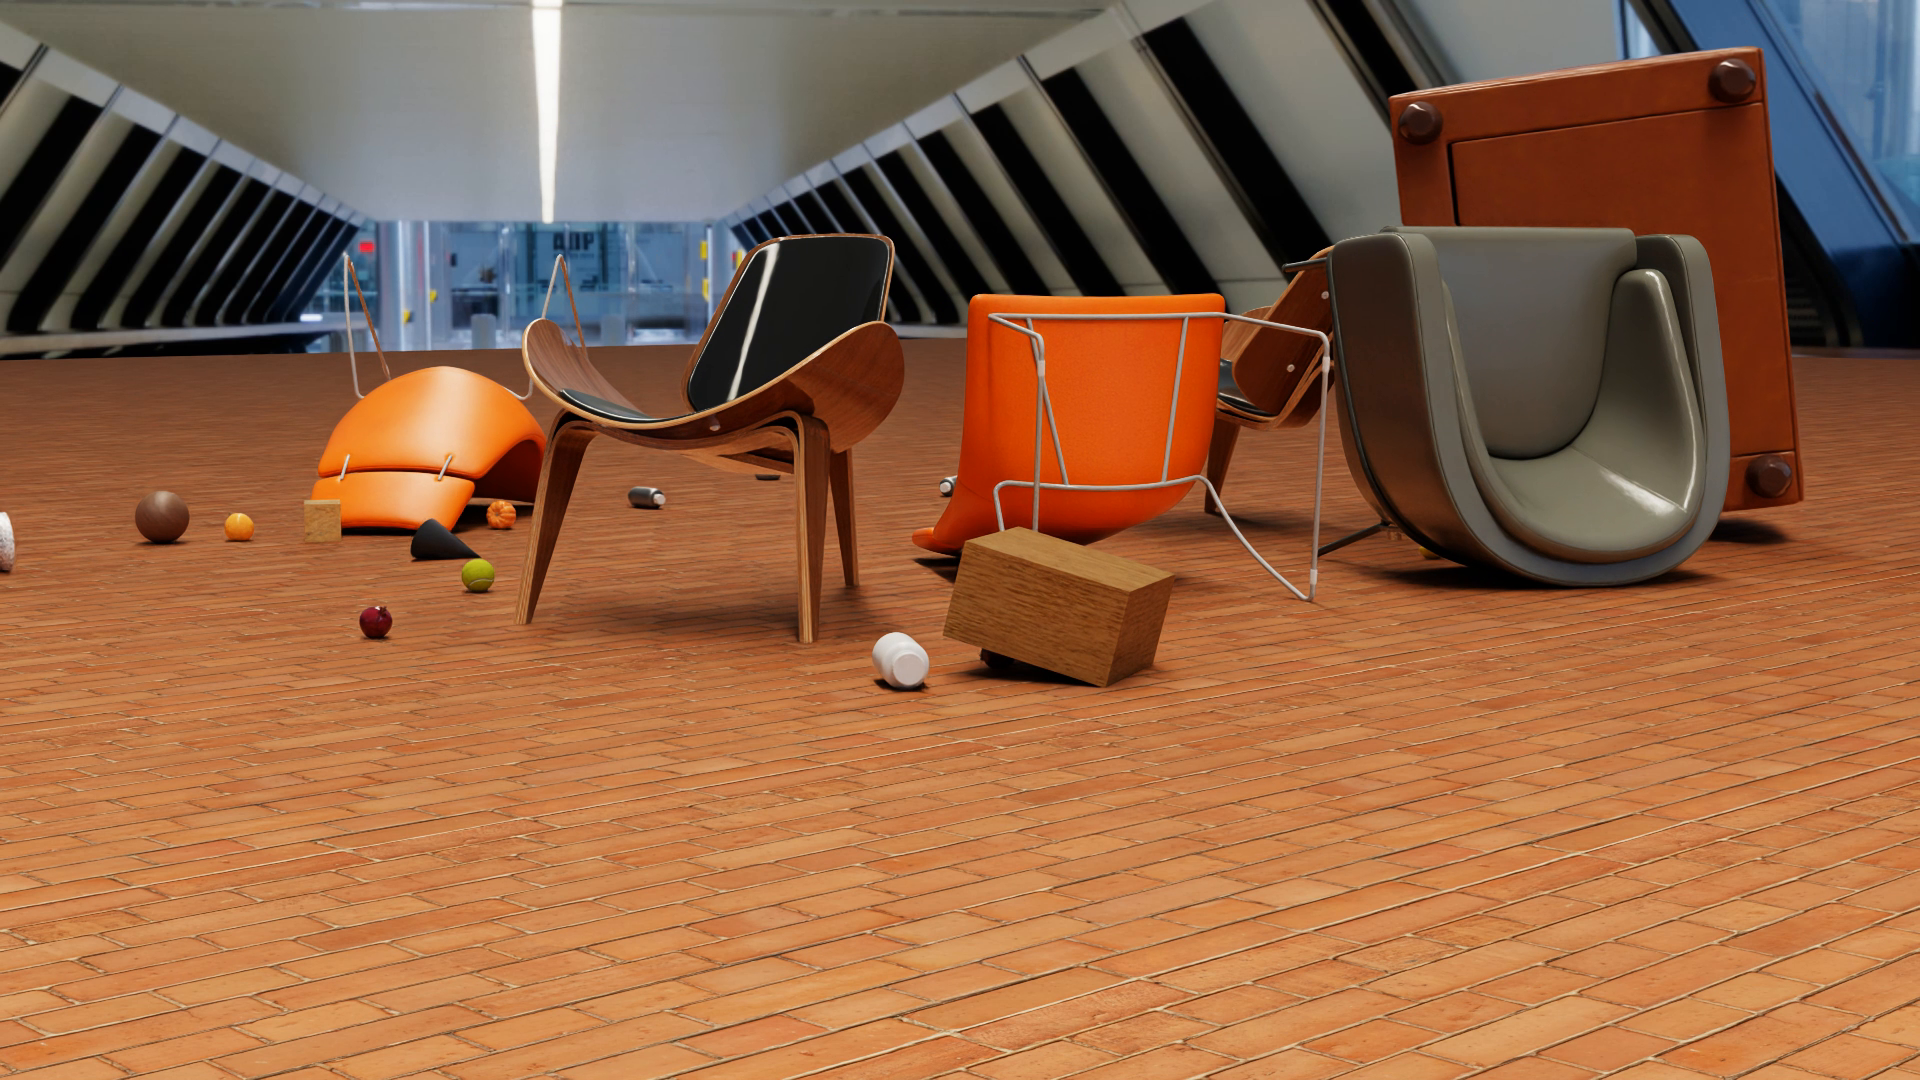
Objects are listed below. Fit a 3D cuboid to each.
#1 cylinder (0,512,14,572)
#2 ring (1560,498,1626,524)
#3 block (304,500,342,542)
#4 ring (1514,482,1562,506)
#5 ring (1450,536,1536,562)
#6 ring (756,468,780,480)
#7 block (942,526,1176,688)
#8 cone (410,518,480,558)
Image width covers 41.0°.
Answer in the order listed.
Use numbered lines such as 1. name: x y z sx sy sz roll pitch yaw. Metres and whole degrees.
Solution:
1. cylinder: -2.232 0.009 5.689 0.225 0.127 0.169 -4 21 -31
2. ring: 1.698 -0.077 6.887 0.095 0.057 0.213 -6 8 -35
3. block: -1.598 -0.049 6.434 0.088 0.093 0.134 -1 6 -14
4. ring: 1.680 -0.135 7.457 0.125 0.056 0.217 1 6 -2
5. ring: 1.236 0.021 5.958 0.200 0.053 0.171 1 5 3
6. ring: -0.623 -0.215 8.324 0.083 0.037 0.107 -1 5 4
7. block: 0.167 0.107 4.263 0.289 0.162 0.261 17 11 19
8. cone: -1.186 0.019 6.006 0.144 0.096 0.206 19 6 3
